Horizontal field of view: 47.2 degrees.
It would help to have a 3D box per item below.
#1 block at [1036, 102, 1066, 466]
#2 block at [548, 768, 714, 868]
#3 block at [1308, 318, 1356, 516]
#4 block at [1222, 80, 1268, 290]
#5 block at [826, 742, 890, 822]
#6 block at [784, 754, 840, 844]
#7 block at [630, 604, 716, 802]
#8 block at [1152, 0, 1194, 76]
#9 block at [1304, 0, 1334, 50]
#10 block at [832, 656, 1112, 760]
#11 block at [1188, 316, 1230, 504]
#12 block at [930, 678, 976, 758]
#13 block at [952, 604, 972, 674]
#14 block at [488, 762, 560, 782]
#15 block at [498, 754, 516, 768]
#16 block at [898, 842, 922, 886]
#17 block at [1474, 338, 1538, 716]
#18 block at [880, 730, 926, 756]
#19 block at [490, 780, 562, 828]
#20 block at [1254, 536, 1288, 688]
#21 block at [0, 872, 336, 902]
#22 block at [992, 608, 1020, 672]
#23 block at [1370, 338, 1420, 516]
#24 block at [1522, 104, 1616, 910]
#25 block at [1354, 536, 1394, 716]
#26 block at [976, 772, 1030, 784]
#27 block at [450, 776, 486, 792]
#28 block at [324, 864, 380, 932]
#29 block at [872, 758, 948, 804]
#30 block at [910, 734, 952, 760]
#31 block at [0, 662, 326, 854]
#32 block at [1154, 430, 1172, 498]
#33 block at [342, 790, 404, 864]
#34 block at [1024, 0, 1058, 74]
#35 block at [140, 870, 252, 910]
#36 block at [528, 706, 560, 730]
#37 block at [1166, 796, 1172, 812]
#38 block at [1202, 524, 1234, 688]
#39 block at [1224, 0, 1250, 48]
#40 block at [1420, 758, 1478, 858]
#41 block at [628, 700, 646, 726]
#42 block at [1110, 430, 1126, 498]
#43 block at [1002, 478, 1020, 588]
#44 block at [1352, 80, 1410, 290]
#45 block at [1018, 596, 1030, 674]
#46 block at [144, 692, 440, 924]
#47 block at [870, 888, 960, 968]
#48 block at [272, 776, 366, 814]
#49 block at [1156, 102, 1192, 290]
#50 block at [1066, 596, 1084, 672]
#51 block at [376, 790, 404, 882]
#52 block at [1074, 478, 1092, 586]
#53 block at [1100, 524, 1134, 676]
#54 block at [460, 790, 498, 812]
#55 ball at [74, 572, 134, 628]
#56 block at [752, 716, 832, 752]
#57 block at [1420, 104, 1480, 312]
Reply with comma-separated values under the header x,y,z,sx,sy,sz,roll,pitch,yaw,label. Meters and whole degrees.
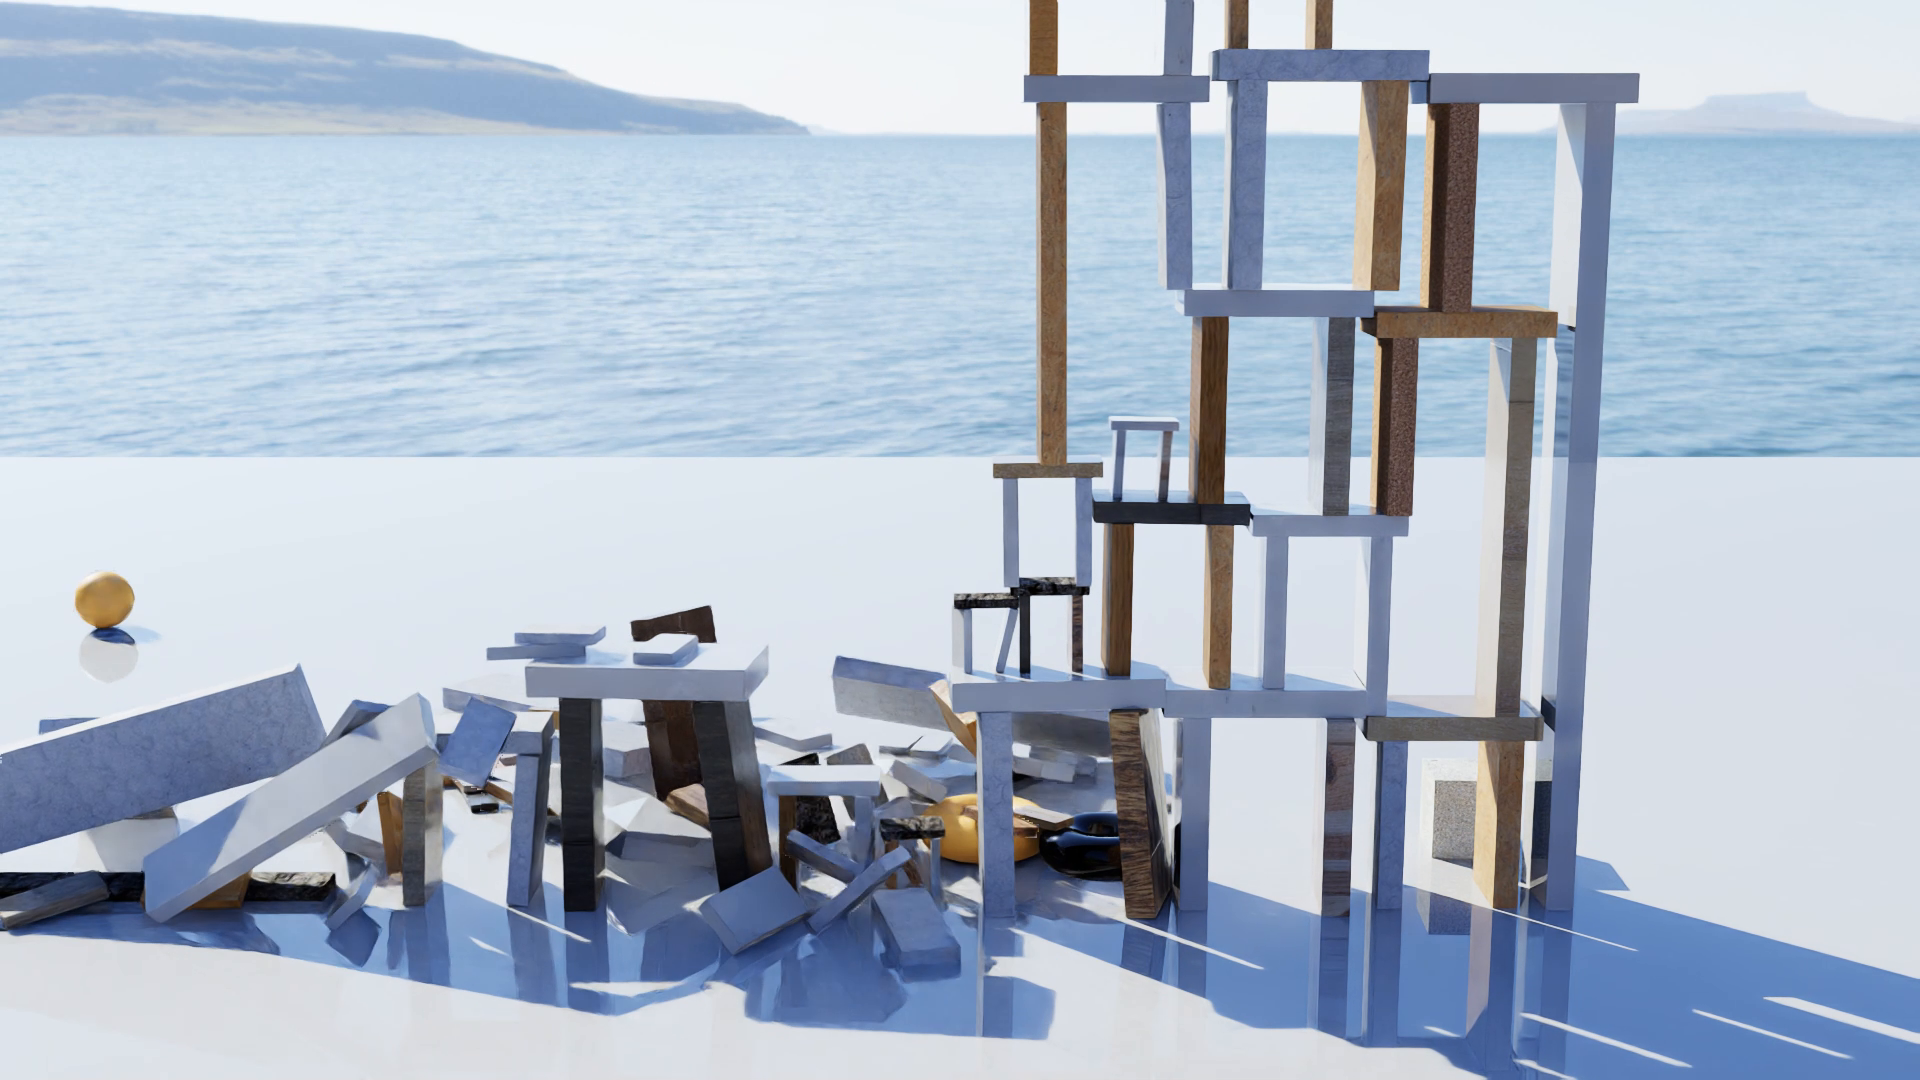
x,y,z,sx,sy,sz,roll,pitch,yaw,label
0.144,-0.405,3.469,0.040,0.559,0.142,-1,10,-1,block
-0.605,0.490,3.918,0.178,0.050,0.415,11,4,-35,block
0.594,-0.206,3.521,0.042,0.314,0.148,0,11,0,block
0.446,-0.559,3.455,0.045,0.320,0.160,0,11,0,block
-0.168,0.457,3.899,0.026,0.185,0.092,-26,-6,32,block
-0.265,0.463,3.886,0.067,0.159,0.019,-20,-12,17,block
-0.520,0.313,4.159,0.050,0.356,0.178,-6,4,33,block
0.332,-0.872,3.385,0.044,0.310,0.155,1,10,-1,block
0.556,-0.854,3.397,0.027,0.192,0.096,0,11,0,block
0.042,0.339,4.414,0.595,0.046,0.163,9,-31,6,block
0.397,-0.216,3.519,0.042,0.295,0.148,0,11,0,block
0.010,0.353,4.206,0.031,0.110,0.220,-29,23,-9,block
0.003,0.159,3.567,0.015,0.104,0.052,-5,11,-22,block
-0.837,0.458,4.309,0.086,0.024,0.172,10,14,43,block
-0.878,0.434,4.450,0.149,0.021,0.075,-6,12,-28,block
-0.100,0.532,3.712,0.015,0.103,0.052,-31,15,0,block
0.881,-0.028,3.554,0.040,0.610,0.141,0,11,0,block
-0.118,0.419,4.542,0.060,0.017,0.120,3,11,18,block
-0.744,0.499,4.065,0.340,0.020,0.069,13,17,43,block
0.505,0.105,3.575,0.035,0.248,0.124,0,11,1,block
-1.360,0.578,3.670,0.613,0.023,0.080,0,11,0,block
0.074,0.158,3.570,0.015,0.104,0.052,12,9,-7,block
0.694,-0.189,3.518,0.040,0.282,0.141,0,11,-1,block
0.979,-0.046,3.552,0.045,1.293,0.159,0,11,0,block
0.672,0.128,3.581,0.035,0.294,0.124,0,11,1,block
0.097,0.457,4.333,0.067,0.019,0.133,8,13,36,block
-0.943,0.463,4.234,0.050,0.014,0.101,-5,12,-26,block
-0.983,0.578,3.559,0.072,0.020,0.144,-42,11,3,block
-0.108,0.440,4.016,0.110,0.031,0.309,30,-12,-8,block
-0.058,0.425,4.514,0.060,0.017,0.120,2,11,13,block
-1.457,0.393,3.725,0.749,0.169,0.048,-16,16,-1,block
0.327,-0.125,3.538,0.015,0.108,0.054,3,11,-2,block
-1.002,0.512,3.887,0.120,0.034,0.240,20,9,-5,block
0.125,-0.872,3.382,0.044,0.310,0.155,0,10,-1,block
-1.256,0.569,3.618,0.159,0.023,0.080,0,41,0,block
-0.818,0.388,4.553,0.149,0.075,0.021,2,11,11,block
0.400,0.495,4.139,0.104,0.015,0.052,-1,11,-7,block
0.419,0.096,3.572,0.035,0.266,0.123,0,11,1,block
0.428,-0.854,3.398,0.027,0.192,0.096,-1,11,1,block
0.900,0.475,3.902,0.141,0.141,0.141,1,11,3,block
-0.585,0.324,4.716,0.163,0.046,0.327,2,28,8,block
0.254,-0.126,3.536,0.015,0.108,0.054,2,10,-2,block
0.081,-0.018,3.535,0.025,0.175,0.087,-1,10,0,block
0.660,-0.558,3.456,0.045,0.319,0.160,1,11,0,block
0.105,0.147,3.568,0.018,0.127,0.063,0,10,1,block
-1.077,0.429,3.531,0.541,0.034,0.120,-31,45,6,block
-0.073,0.611,3.485,0.092,0.026,0.274,-2,11,-12,block
-1.233,0.461,4.232,0.169,0.048,0.338,-3,11,-16,block
0.336,-0.541,3.453,0.040,0.284,0.142,-2,11,0,block
0.187,0.145,3.575,0.018,0.127,0.063,-1,11,-4,block
-0.952,0.501,3.709,0.020,0.144,0.072,-15,-21,2,block
0.198,-0.020,3.536,0.025,0.175,0.087,0,10,1,block
0.255,0.085,3.562,0.035,0.247,0.123,0,11,-3,block
-0.915,0.487,4.182,0.050,0.014,0.154,-4,11,-20,block
-2.190,0.153,5.628,0.145,0.145,0.145,0,11,0,ball
-0.355,0.406,4.596,0.086,0.024,0.172,-10,14,-42,block
0.769,-0.524,3.458,0.045,0.319,0.159,0,11,-1,block
